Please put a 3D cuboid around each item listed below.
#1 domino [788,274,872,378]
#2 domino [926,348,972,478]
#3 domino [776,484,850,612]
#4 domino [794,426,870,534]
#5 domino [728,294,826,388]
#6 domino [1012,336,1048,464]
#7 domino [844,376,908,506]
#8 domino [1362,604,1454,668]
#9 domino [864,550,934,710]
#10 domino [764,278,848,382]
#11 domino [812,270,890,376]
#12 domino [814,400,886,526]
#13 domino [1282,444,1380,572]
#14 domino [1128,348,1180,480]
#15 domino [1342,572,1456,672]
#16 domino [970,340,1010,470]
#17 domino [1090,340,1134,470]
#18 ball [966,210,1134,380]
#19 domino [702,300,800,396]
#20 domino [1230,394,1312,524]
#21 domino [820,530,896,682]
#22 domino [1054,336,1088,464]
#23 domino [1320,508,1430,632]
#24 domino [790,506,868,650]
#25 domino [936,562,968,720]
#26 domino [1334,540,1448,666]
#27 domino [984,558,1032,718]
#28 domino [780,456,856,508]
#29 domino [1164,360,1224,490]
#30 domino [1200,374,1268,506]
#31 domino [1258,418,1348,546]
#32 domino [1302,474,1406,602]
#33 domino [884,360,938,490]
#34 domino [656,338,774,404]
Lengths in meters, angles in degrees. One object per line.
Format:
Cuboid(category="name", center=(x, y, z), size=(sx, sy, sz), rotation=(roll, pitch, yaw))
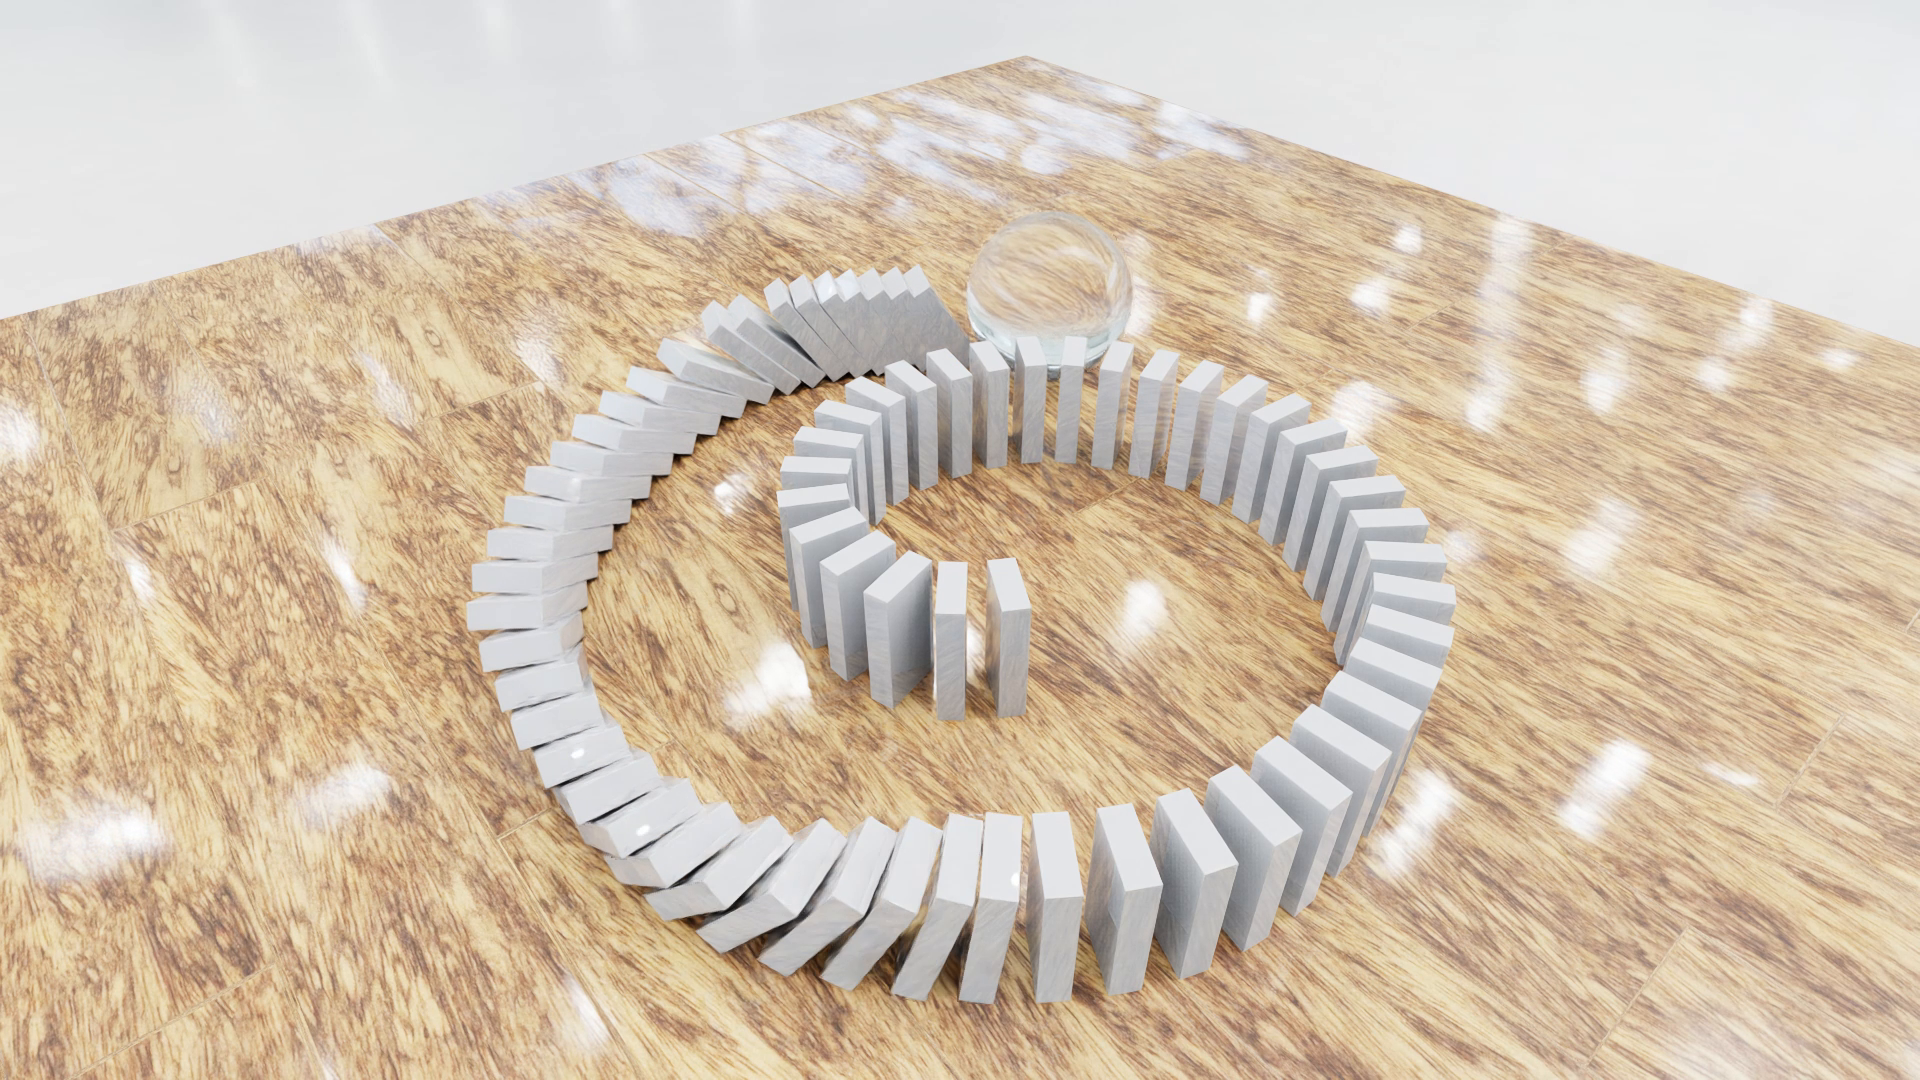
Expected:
Cuboid(category="domino", center=(-0.064, -0.105, 0.541), size=(0.010, 0.050, 0.025), rotation=(-33, 41, 9))
Cuboid(category="domino", center=(-0.005, -0.055, 0.478), size=(0.009, 0.050, 0.025), rotation=(-17, 42, -20))
Cuboid(category="domino", center=(-0.052, 0.003, 0.407), size=(0.025, 0.050, 0.010), rotation=(-7, 40, -9))
Cuboid(category="domino", center=(-0.050, -0.020, 0.436), size=(0.025, 0.050, 0.009), rotation=(9, 40, 11))
Cuboid(category="domino", center=(-0.089, -0.096, 0.535), size=(0.010, 0.050, 0.025), rotation=(-43, 39, 16))
Cuboid(category="domino", center=(0.031, -0.062, 0.487), size=(0.009, 0.050, 0.025), rotation=(-5, 40, -6))
Cuboid(category="domino", center=(-0.035, -0.041, 0.462), size=(0.025, 0.050, 0.010), rotation=(29, 47, 31))
Cuboid(category="domino", center=(0.139, 0.046, 0.356), size=(0.025, 0.050, 0.010), rotation=(18, 42, 20))
Cuboid(category="domino", center=(-0.020, 0.031, 0.374), size=(0.010, 0.050, 0.025), rotation=(23, 45, 25))
Cuboid(category="domino", center=(-0.075, -0.103, 0.539), size=(0.010, 0.050, 0.025), rotation=(-35, 41, 10))
Cuboid(category="domino", center=(-0.053, -0.107, 0.543), size=(0.010, 0.050, 0.025), rotation=(-33, 41, 9))
Cuboid(category="domino", center=(-0.044, -0.031, 0.449), size=(0.025, 0.050, 0.009), rotation=(16, 42, 19))
Cuboid(category="domino", center=(0.143, -0.012, 0.426), size=(0.025, 0.050, 0.010), rotation=(-10, 40, -13))
Cuboid(category="domino", center=(0.084, -0.054, 0.478), size=(0.010, 0.050, 0.025), rotation=(17, 42, 20))
Cuboid(category="domino", center=(0.146, 0.035, 0.369), size=(0.025, 0.050, 0.010), rotation=(10, 40, 12))
Cuboid(category="domino", center=(0.012, -0.059, 0.484), size=(0.010, 0.050, 0.025), rotation=(-12, 41, -14))
Cuboid(category="domino", center=(0.067, -0.059, 0.483), size=(0.009, 0.050, 0.025), rotation=(12, 41, 14))
Cuboid(category="ball", center=(0.043, -0.117, 0.531), size=(0.080, 0.080, 0.080), rotation=(0, 39, 0))
Cuboid(category="domino", center=(-0.100, -0.092, 0.529), size=(0.010, 0.050, 0.025), rotation=(-43, 40, 16))
Cuboid(category="domino", center=(0.127, -0.033, 0.452), size=(0.025, 0.050, 0.009), rotation=(-25, 45, -27))
Cuboid(category="domino", center=(-0.034, 0.023, 0.383), size=(0.025, 0.050, 0.010), rotation=(-31, 48, -32))
Cuboid(category="domino", center=(0.049, -0.062, 0.487), size=(0.009, 0.050, 0.025), rotation=(5, 40, 7))
Cuboid(category="domino", center=(0.149, 0.011, 0.397), size=(0.025, 0.050, 0.009), rotation=(-2, 39, -3))
Cuboid(category="domino", center=(-0.045, 0.014, 0.394), size=(0.025, 0.050, 0.010), rotation=(-21, 44, -24))
Cuboid(category="domino", center=(-0.003, 0.034, 0.369), size=(0.009, 0.050, 0.025), rotation=(1, 39, 1))
Cuboid(category="domino", center=(0.149, 0.023, 0.383), size=(0.025, 0.050, 0.010), rotation=(3, 39, 3))
Cuboid(category="domino", center=(0.016, 0.033, 0.371), size=(0.010, 0.050, 0.025), rotation=(-6, 40, -8))
Cuboid(category="domino", center=(-0.053, -0.008, 0.422), size=(0.025, 0.050, 0.010), rotation=(3, 39, 3))
Cuboid(category="domino", center=(0.100, -0.049, 0.471), size=(0.009, 0.050, 0.025), rotation=(23, 44, 25))
Cuboid(category="domino", center=(0.115, -0.042, 0.462), size=(0.010, 0.050, 0.025), rotation=(30, 48, 31))
Cuboid(category="domino", center=(0.136, -0.023, 0.439), size=(0.025, 0.050, 0.009), rotation=(-16, 42, -18))
Cuboid(category="domino", center=(0.147, 0.000, 0.412), size=(0.025, 0.050, 0.009), rotation=(-6, 40, -8))
Cuboid(category="domino", center=(-0.021, -0.049, 0.471), size=(0.009, 0.050, 0.025), rotation=(-24, 45, -26))
Cuboid(category="domino", center=(-0.115, -0.079, 0.519), size=(0.050, 0.009, 0.025), rotation=(12, 22, -47))
